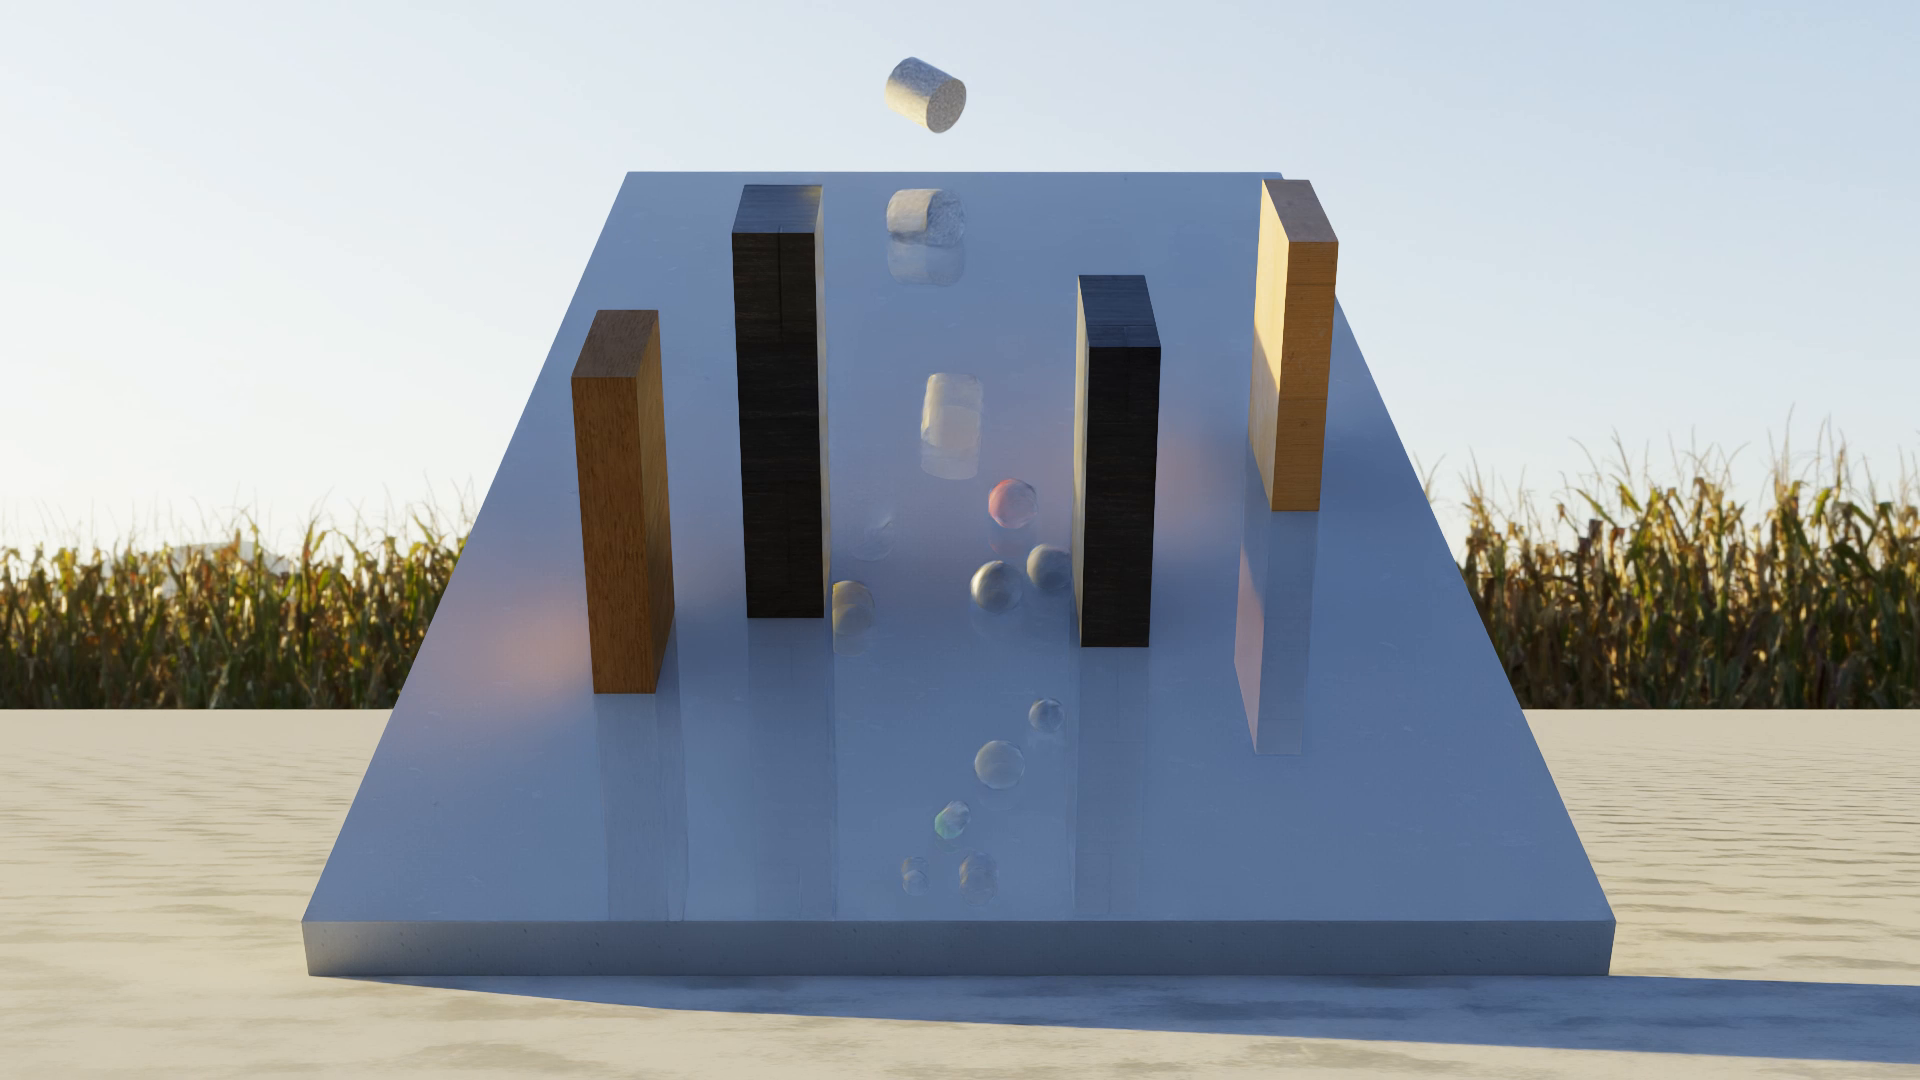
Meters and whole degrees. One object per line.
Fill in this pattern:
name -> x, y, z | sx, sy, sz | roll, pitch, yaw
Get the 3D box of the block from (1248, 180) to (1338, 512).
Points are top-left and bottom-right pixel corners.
block -> 0.704, -0.420, 4.994 | 0.100, 0.591, 0.432 | 0, 25, 0

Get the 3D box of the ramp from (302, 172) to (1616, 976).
ramp -> -0.009, -0.229, 5.395 | 2.000, 0.100, 4.000 | 0, 25, 0

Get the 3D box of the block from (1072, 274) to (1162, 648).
block -> 0.289, -0.152, 4.420 | 0.126, 0.596, 0.389 | 0, 25, 0

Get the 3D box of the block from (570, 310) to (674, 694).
block -> -0.602, -0.071, 4.228 | 0.110, 0.608, 0.336 | 0, 25, 0

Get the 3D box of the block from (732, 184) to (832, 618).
block -> -0.332, -0.260, 4.446 | 0.147, 0.765, 0.295 | 0, 25, 0

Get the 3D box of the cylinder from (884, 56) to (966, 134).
cylinder -> -0.106, -1.373, 7.240 | 0.179, 0.179, 0.179 | 34, 15, 31
